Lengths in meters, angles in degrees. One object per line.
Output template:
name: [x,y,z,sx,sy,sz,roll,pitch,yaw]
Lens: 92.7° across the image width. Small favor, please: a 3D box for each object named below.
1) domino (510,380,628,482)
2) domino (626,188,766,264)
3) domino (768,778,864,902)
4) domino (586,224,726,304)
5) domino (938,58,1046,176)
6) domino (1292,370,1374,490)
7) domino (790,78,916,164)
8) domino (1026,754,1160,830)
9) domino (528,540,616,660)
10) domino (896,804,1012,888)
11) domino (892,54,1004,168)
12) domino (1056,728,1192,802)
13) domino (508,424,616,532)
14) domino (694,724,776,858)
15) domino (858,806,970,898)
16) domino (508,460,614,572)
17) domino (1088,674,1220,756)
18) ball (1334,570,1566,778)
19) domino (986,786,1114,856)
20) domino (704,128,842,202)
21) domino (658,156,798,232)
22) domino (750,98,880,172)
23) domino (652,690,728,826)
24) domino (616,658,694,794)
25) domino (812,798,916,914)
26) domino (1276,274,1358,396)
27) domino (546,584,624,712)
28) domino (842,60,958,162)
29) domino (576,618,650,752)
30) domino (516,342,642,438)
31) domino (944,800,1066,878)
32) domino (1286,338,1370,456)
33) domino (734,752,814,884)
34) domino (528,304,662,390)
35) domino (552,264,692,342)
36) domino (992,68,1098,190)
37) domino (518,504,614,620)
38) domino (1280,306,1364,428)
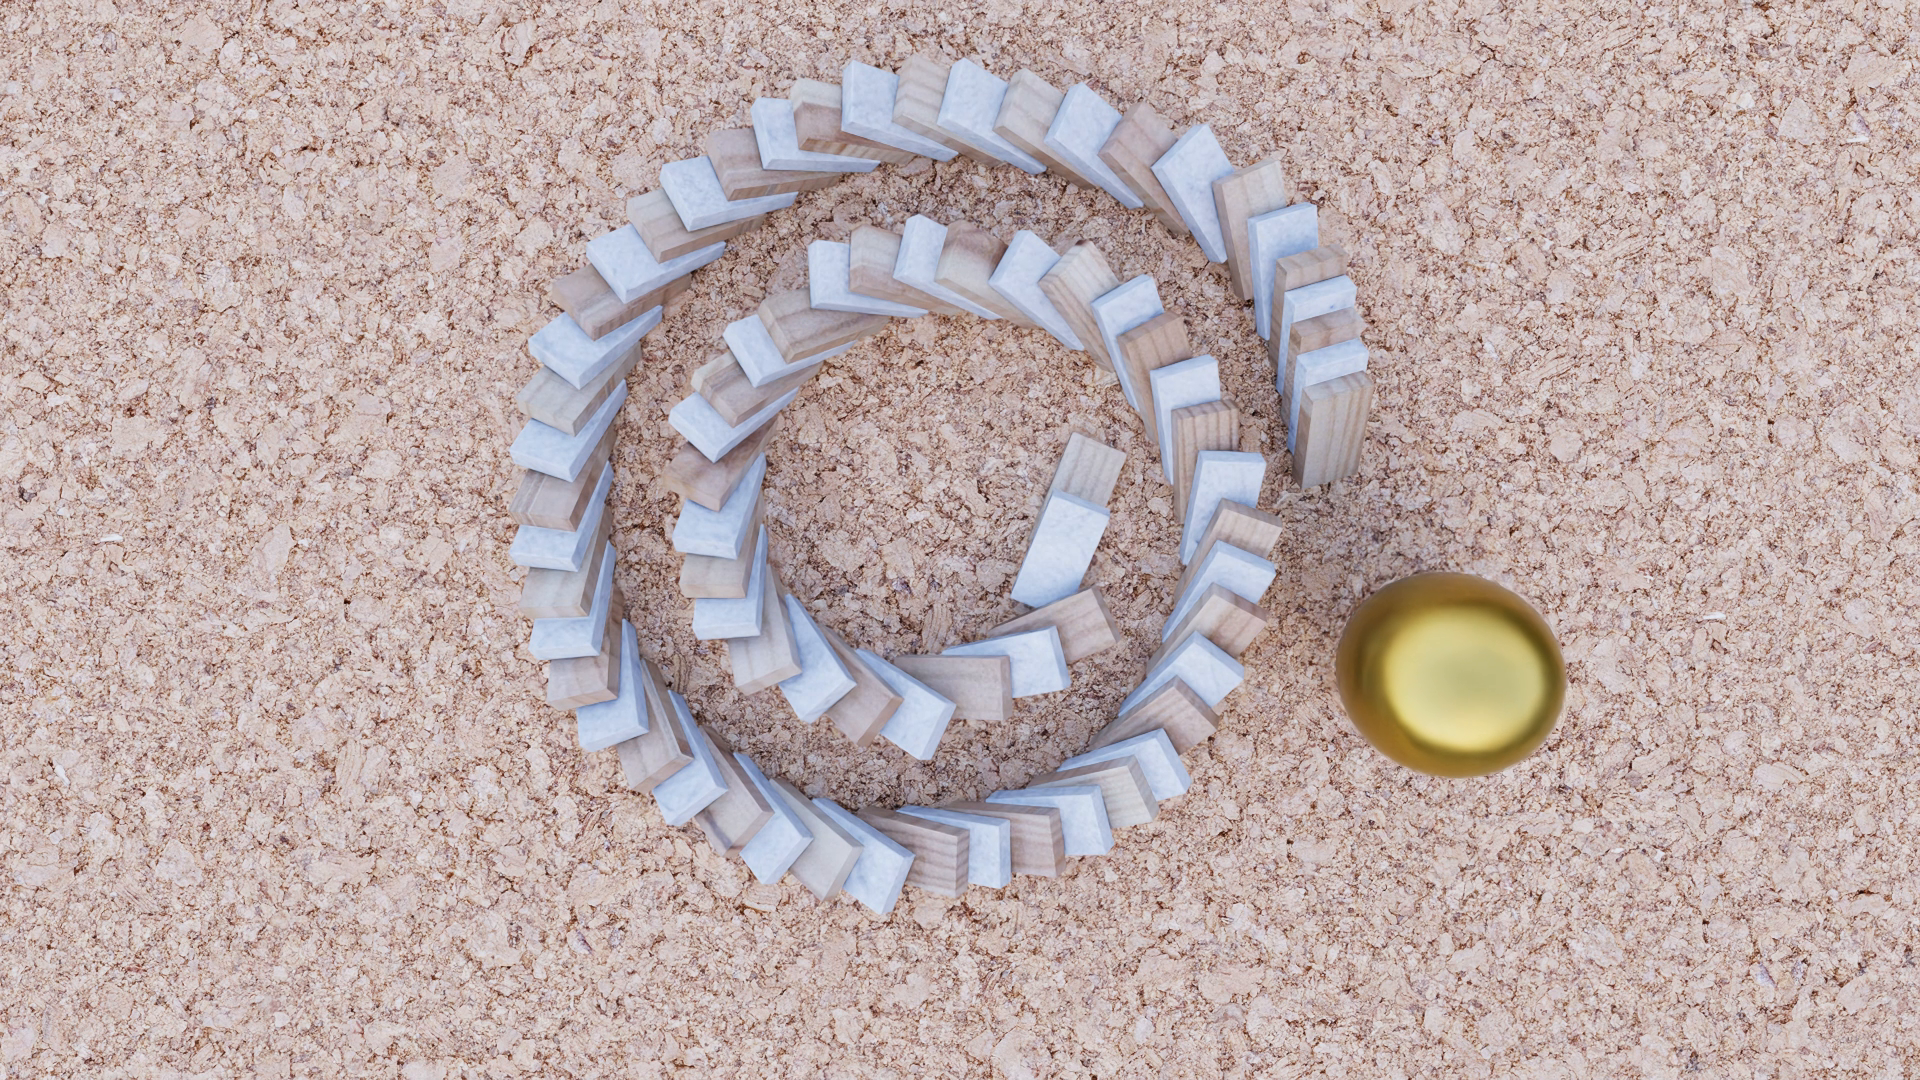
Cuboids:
domino: [-0.162,-0.050,0.383,0.025,0.010,0.050,18,58,0]
domino: [-0.110,-0.137,0.384,0.050,0.009,0.025,-32,90,-29]
domino: [-0.066,0.125,0.384,0.050,0.009,0.025,30,90,29]
domino: [-0.127,-0.121,0.383,0.050,0.010,0.025,-39,90,-30]
domino: [0.017,-0.176,0.383,0.050,0.010,0.025,15,90,-31]
domino: [0.153,-0.044,0.378,0.025,0.050,0.010,-16,48,0]
domino: [-0.044,-0.174,0.382,0.050,0.010,0.025,-7,87,-33]
domino: [0.055,0.108,0.381,0.050,0.010,0.025,-23,93,34]
domino: [-0.161,0.025,0.382,0.025,0.010,0.050,-5,56,0]
domino: [-0.003,0.128,0.383,0.050,0.009,0.025,-2,90,31]
domino: [-0.002,-0.178,0.383,0.050,0.009,0.025,11,90,-31]
domino: [0.068,0.098,0.382,0.050,0.010,0.025,-29,90,34]
domino: [-0.165,-0.028,0.382,0.025,0.010,0.050,8,57,2]
domino: [-0.102,0.105,0.383,0.025,0.010,0.050,-48,61,1]
domino: [-0.020,0.129,0.382,0.050,0.010,0.025,3,93,31]
domino: [-0.165,-0.012,0.382,0.025,0.009,0.050,6,57,0]
domino: [0.081,0.081,0.383,0.025,0.010,0.050,45,121,0]
ball: [0.190,0.052,0.360,0.080,0.080,0.080,0,90,0]
domino: [0.037,0.117,0.382,0.050,0.010,0.025,-13,93,33]
domino: [-0.078,-0.159,0.383,0.050,0.010,0.025,-22,90,-31]
domino: [-0.096,-0.148,0.382,0.050,0.009,0.025,-28,88,-32]
domino: [-0.060,-0.168,0.383,0.050,0.010,0.025,-13,90,-33]
domino: [-0.120,0.091,0.384,0.025,0.010,0.050,-37,61,0]
domino: [-0.132,0.077,0.383,0.025,0.010,0.050,-35,58,1]
domino: [-0.045,0.131,0.384,0.050,0.009,0.025,23,91,29]
domino: [0.146,-0.082,0.378,0.025,0.050,0.010,-16,48,0]
domino: [-0.155,0.044,0.382,0.025,0.010,0.050,-13,56,2]
domino: [-0.024,-0.178,0.382,0.050,0.009,0.025,3,87,-32]
domino: [-0.147,0.060,0.383,0.025,0.010,0.050,-20,59,0]
domino: [-0.158,-0.069,0.383,0.025,0.009,0.050,25,58,0]
domino: [0.018,0.124,0.382,0.050,0.009,0.025,-6,93,32]
domino: [0.151,-0.057,0.378,0.025,0.050,0.009,-16,48,0]
domino: [-0.086,0.116,0.384,0.050,0.010,0.025,40,90,30]
domino: [-0.151,-0.088,0.383,0.025,0.009,0.050,36,58,1]
domino: [-0.141,-0.106,0.383,0.025,0.009,0.050,47,59,0]
domino: [0.040,-0.171,0.384,0.050,0.009,0.025,21,90,-28]
domino: [-0.163,0.008,0.382,0.025,0.010,0.050,-2,56,2]
domino: [0.148,-0.070,0.378,0.025,0.050,0.009,-16,48,0]
